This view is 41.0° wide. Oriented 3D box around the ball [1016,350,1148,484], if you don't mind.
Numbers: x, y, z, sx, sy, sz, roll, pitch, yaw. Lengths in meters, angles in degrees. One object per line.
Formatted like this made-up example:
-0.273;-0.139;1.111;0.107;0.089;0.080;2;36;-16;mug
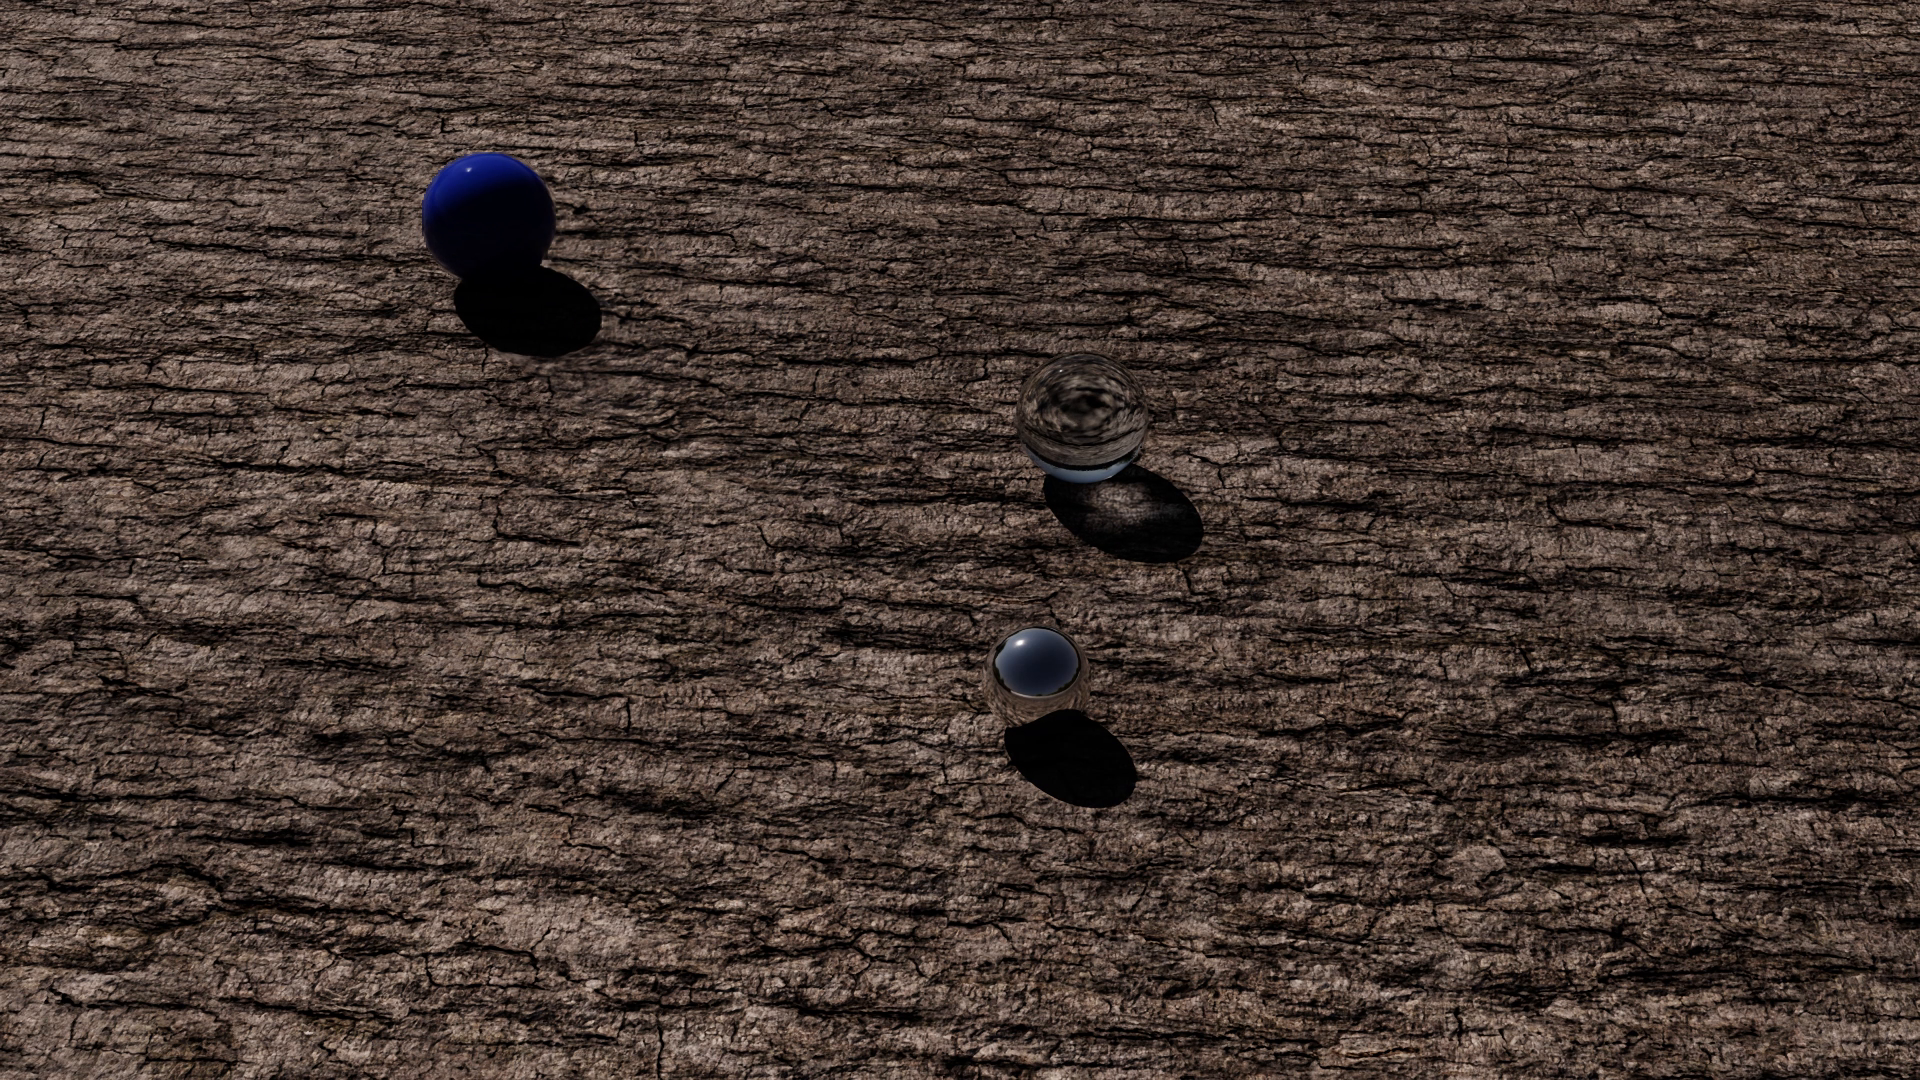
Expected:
0.081;-0.081;1.703;0.088;0.088;0.088;0;36;0;ball

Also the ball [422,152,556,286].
-0.350;-0.239;1.909;0.098;0.098;0.098;0;36;0;ball

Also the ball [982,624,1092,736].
0.045;0.082;1.499;0.065;0.065;0.065;0;36;0;ball
